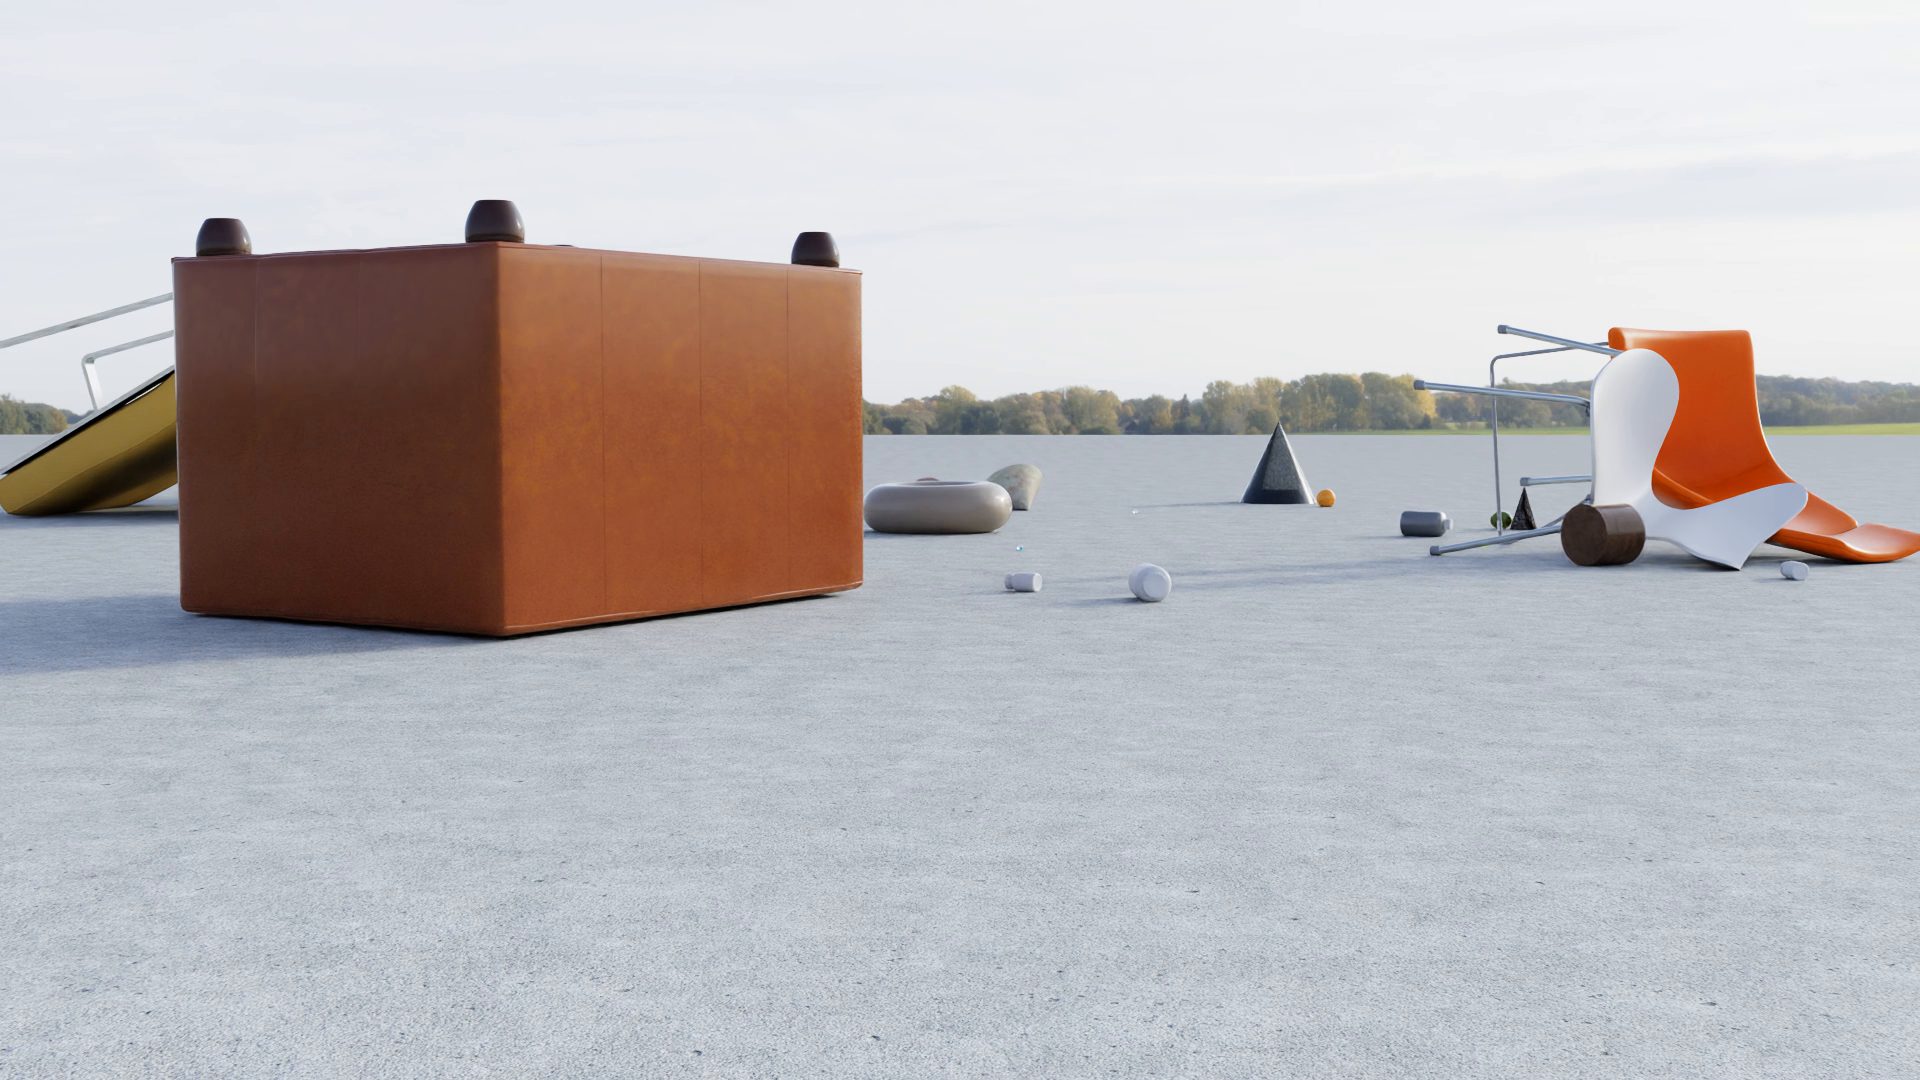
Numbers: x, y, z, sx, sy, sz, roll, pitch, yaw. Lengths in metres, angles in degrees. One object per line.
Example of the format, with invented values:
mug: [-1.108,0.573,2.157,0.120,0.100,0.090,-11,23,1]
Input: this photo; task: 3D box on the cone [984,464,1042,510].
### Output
cone: [0.221,-0.154,8.161,0.262,0.200,0.157,-14,42,-19]

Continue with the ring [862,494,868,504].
ring: [-0.178,-0.141,8.138,0.389,0.066,0.314,-1,5,-24]

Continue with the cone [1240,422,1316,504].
cone: [1.262,-0.311,8.719,0.303,0.323,0.326,2,4,28]

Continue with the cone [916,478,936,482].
cone: [-0.164,-0.122,7.817,0.192,0.140,0.201,-23,-4,-34]

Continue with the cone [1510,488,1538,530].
cone: [1.802,-0.104,7.027,0.074,0.142,0.092,-3,5,-39]

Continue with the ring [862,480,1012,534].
ring: [-0.073,-0.102,6.933,0.479,0.154,0.385,-1,5,7]

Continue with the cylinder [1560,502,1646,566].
cylinder: [1.639,-0.015,5.607,0.132,0.158,0.162,-2,-2,-28]
